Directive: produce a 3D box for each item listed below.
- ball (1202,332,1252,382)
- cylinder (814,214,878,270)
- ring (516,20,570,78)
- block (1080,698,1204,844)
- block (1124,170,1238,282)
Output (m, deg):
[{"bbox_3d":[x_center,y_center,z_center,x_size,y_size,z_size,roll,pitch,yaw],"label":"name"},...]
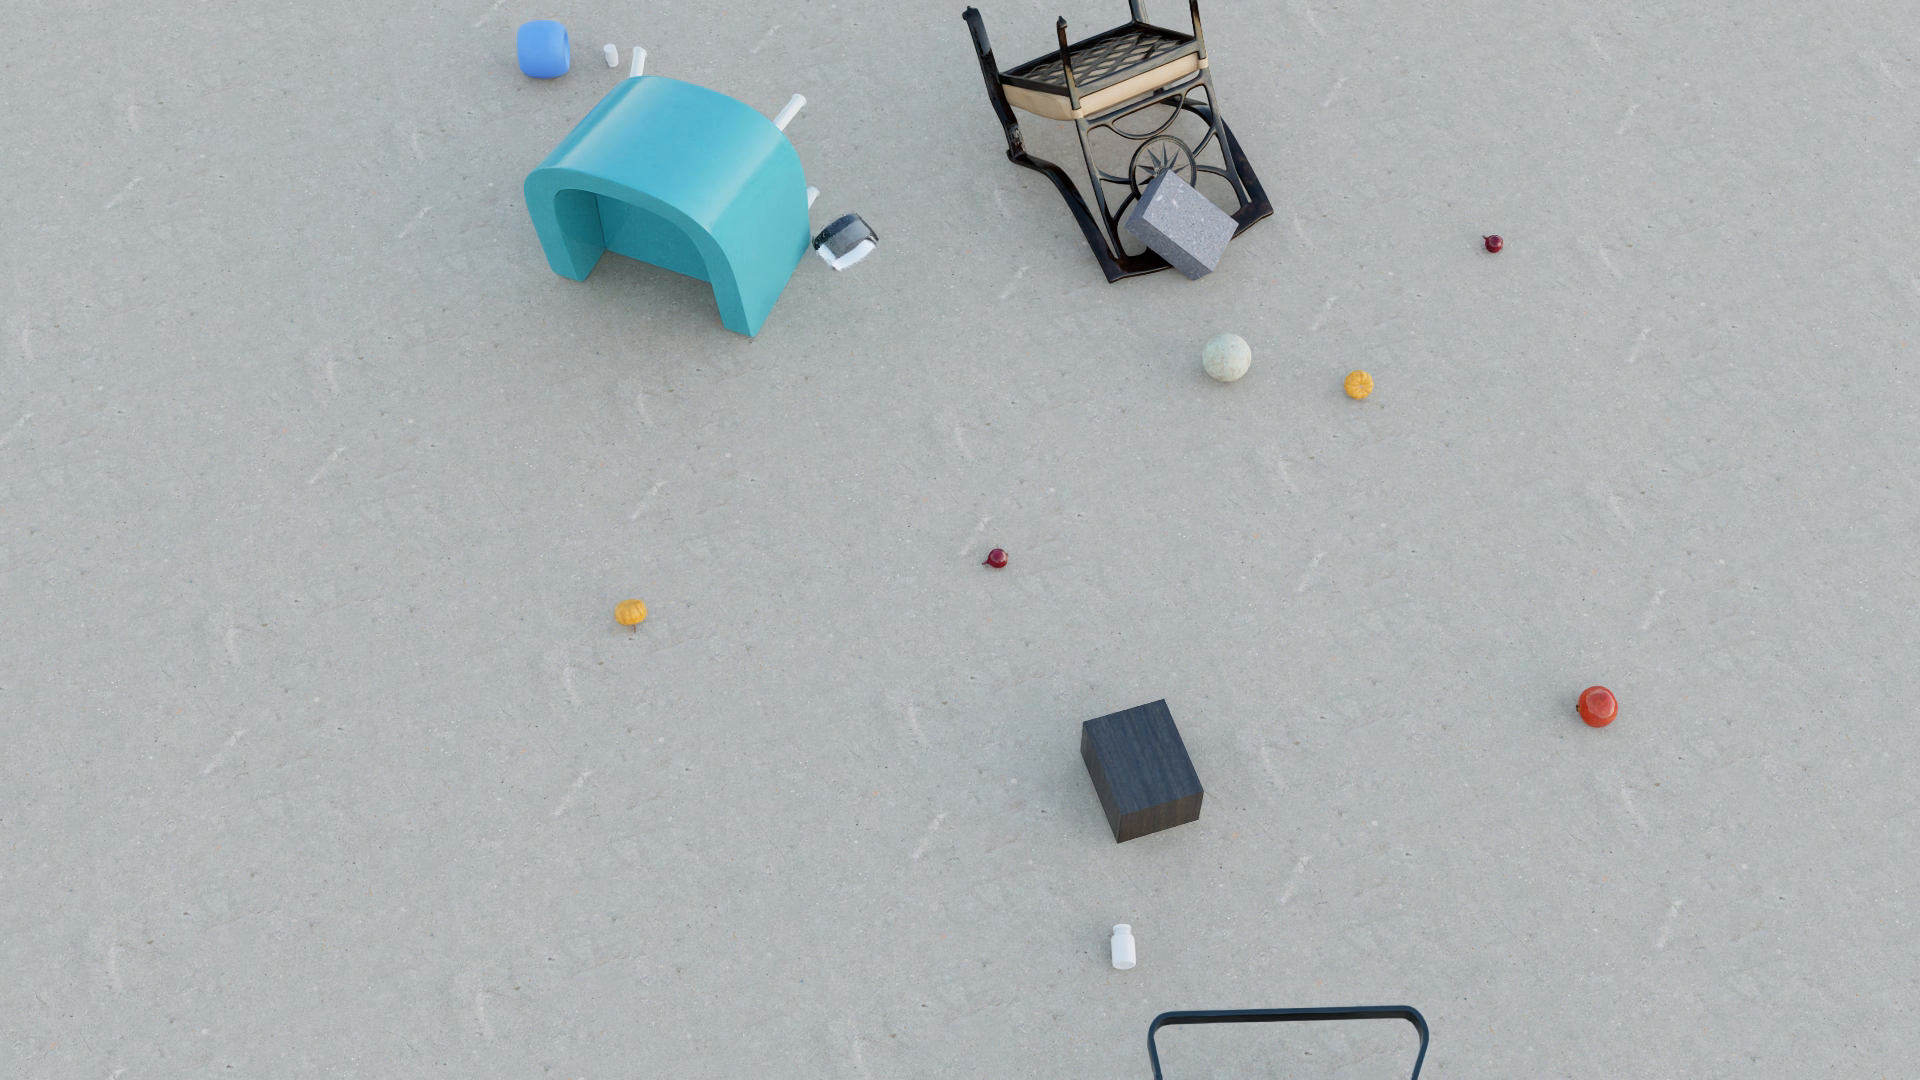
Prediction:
[{"bbox_3d":[0.832,-0.570,6.864,0.153,0.153,0.153,0,56,0],"label":"ball"},{"bbox_3d":[-0.372,-0.972,7.163,0.187,0.103,0.108,-34,62,-13],"label":"cylinder"},{"bbox_3d":[-1.437,-1.693,7.591,0.161,0.221,0.198,-2,97,-2],"label":"ring"},{"bbox_3d":[0.497,0.635,6.046,0.238,0.169,0.301,-15,57,-10],"label":"block"},{"bbox_3d":[0.712,-1.011,7.074,0.295,0.125,0.198,35,70,-16],"label":"block"}]
